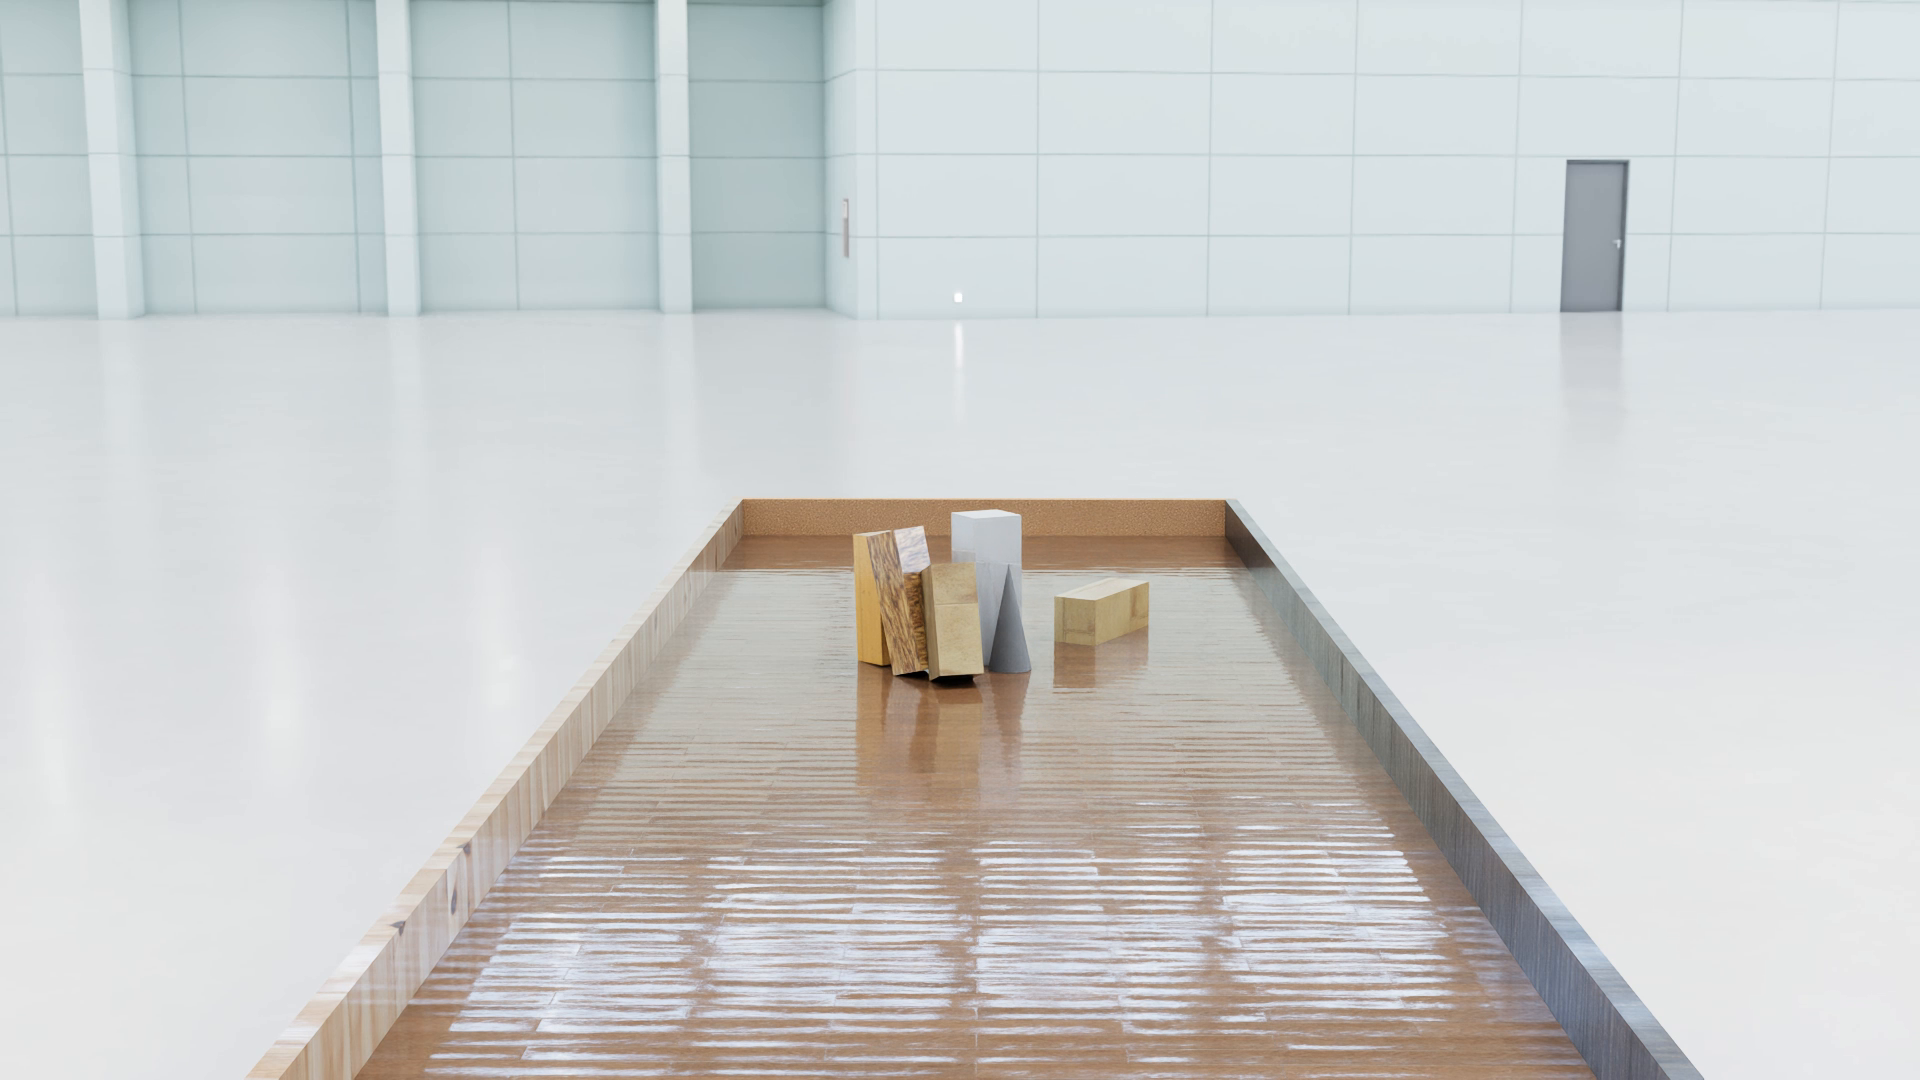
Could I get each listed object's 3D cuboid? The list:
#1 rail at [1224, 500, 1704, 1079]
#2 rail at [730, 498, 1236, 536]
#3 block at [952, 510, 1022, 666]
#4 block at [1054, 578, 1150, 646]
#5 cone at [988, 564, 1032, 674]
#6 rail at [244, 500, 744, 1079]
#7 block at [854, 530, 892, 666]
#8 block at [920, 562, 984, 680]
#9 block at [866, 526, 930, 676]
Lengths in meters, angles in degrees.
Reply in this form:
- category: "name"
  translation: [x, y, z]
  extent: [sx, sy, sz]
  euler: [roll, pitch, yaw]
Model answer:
- category: "rail"
  translation: [1.046, 0.843, 3.208]
  extent: [0.050, 0.150, 12.000]
  euler: [0, 9, 1]
- category: "rail"
  translation: [0.099, -0.098, 9.147]
  extent: [2.100, 0.150, 0.050]
  euler: [0, 9, 1]
- category: "block"
  translation: [0.081, 0.143, 6.671]
  extent: [0.156, 0.447, 0.156]
  euler: [-5, 9, -27]
- category: "block"
  translation: [0.460, 0.229, 7.102]
  extent: [0.145, 0.145, 0.392]
  euler: [5, 10, 30]
- category: "cone"
  translation: [0.147, 0.225, 6.551]
  extent: [0.130, 0.323, 0.130]
  euler: [-1, 9, 0]
- category: "rail"
  translation: [-1.004, 0.839, 3.234]
  extent: [0.050, 0.150, 12.000]
  euler: [0, 9, 1]
- category: "block"
  translation: [-0.226, 0.173, 6.661]
  extent: [0.130, 0.386, 0.130]
  euler: [-7, 8, -36]
- category: "block"
  translation: [-0.024, 0.238, 6.394]
  extent: [0.130, 0.324, 0.130]
  euler: [-2, -10, -15]
- category: "block"
  translation: [-0.153, 0.179, 6.495]
  extent: [0.121, 0.417, 0.121]
  euler: [-13, -2, 43]
